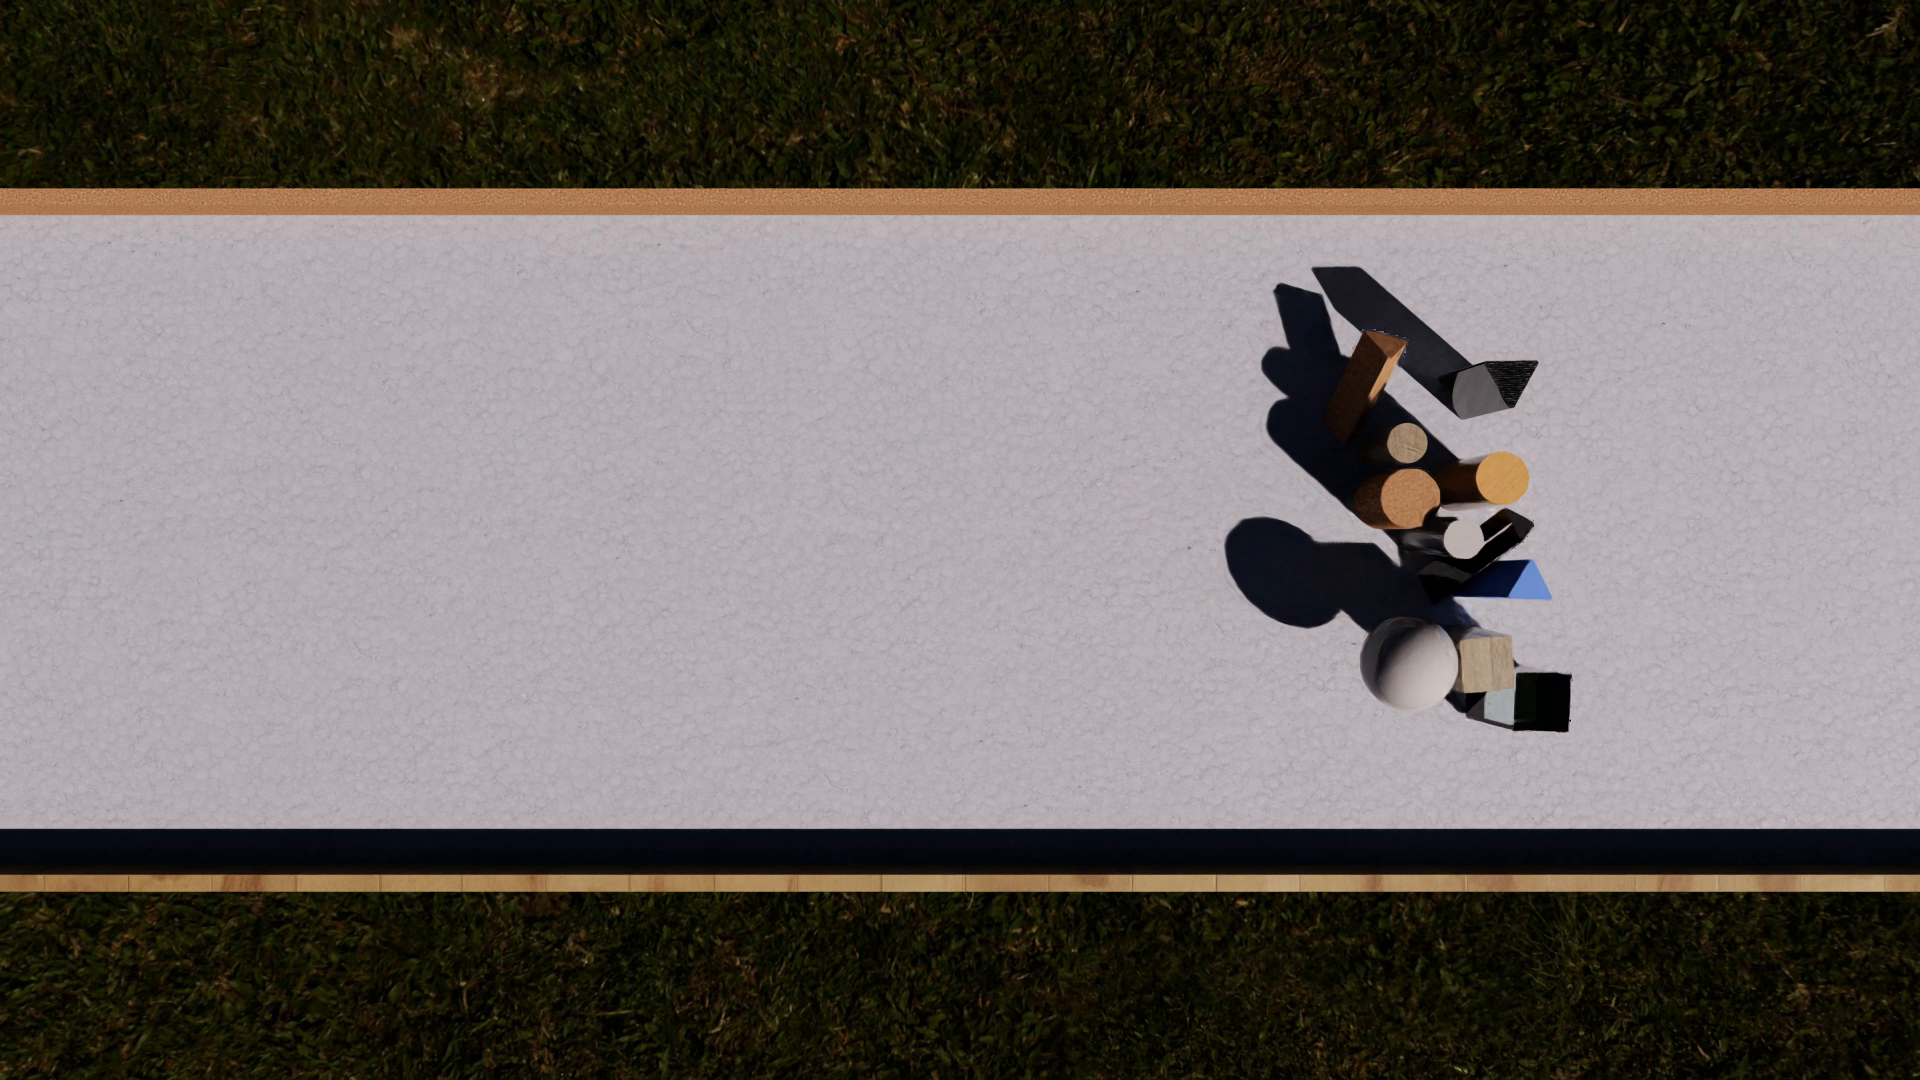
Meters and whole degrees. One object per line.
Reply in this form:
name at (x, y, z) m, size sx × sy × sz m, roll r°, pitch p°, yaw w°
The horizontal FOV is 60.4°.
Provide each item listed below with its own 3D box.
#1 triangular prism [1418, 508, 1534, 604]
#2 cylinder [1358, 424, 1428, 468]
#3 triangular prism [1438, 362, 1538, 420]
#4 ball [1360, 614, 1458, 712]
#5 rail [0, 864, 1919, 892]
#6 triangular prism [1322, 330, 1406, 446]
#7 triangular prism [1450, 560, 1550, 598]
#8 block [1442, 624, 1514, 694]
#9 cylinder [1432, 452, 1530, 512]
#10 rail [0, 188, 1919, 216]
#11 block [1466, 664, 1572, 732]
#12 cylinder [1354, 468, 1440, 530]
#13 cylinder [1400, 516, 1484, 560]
triangular prism at (1.521, 0.038, 4.907) m, size 0.099 × 0.372 × 0.114 m, roll 47°, pitch 45°, yaw 4°
cylinder at (1.282, -0.278, 4.902) m, size 0.116 × 0.348 × 0.116 m, roll 0°, pitch 90°, yaw 0°
triangular prism at (1.566, -0.467, 4.851) m, size 0.131 × 0.452 × 0.151 m, roll -31°, pitch 90°, yaw 0°
ball at (1.289, 0.353, 4.738) m, size 0.277 × 0.277 × 0.277 m, roll 0°, pitch 90°, yaw 0°
rail at (-2.247, 1.025, 5.001) m, size 12.000 × 0.150 × 0.050 m, roll 0°, pitch 90°, yaw 0°
triangular prism at (1.207, -0.443, 4.914) m, size 0.132 × 0.114 × 0.337 m, roll 14°, pitch 132°, yaw -5°
triangular prism at (1.586, 0.114, 4.852) m, size 0.125 × 0.443 × 0.108 m, roll 3°, pitch 88°, yaw -5°
block at (1.488, 0.348, 4.891) m, size 0.154 × 0.348 × 0.154 m, roll -5°, pitch 93°, yaw -7°
cylinder at (1.525, -0.168, 4.860) m, size 0.151 × 0.429 × 0.151 m, roll 0°, pitch 88°, yaw -1°
rail at (-2.247, -1.025, 5.002) m, size 12.000 × 0.150 × 0.050 m, roll 0°, pitch 90°, yaw 0°
block at (1.655, 0.466, 4.905) m, size 0.168 × 0.325 × 0.168 m, roll 3°, pitch 90°, yaw -7°
cylinder at (1.299, -0.120, 4.917) m, size 0.173 × 0.316 × 0.173 m, roll 0°, pitch 90°, yaw -1°
cylinder at (1.423, -0.012, 4.891) m, size 0.118 × 0.361 × 0.118 m, roll 0°, pitch 93°, yaw -5°
